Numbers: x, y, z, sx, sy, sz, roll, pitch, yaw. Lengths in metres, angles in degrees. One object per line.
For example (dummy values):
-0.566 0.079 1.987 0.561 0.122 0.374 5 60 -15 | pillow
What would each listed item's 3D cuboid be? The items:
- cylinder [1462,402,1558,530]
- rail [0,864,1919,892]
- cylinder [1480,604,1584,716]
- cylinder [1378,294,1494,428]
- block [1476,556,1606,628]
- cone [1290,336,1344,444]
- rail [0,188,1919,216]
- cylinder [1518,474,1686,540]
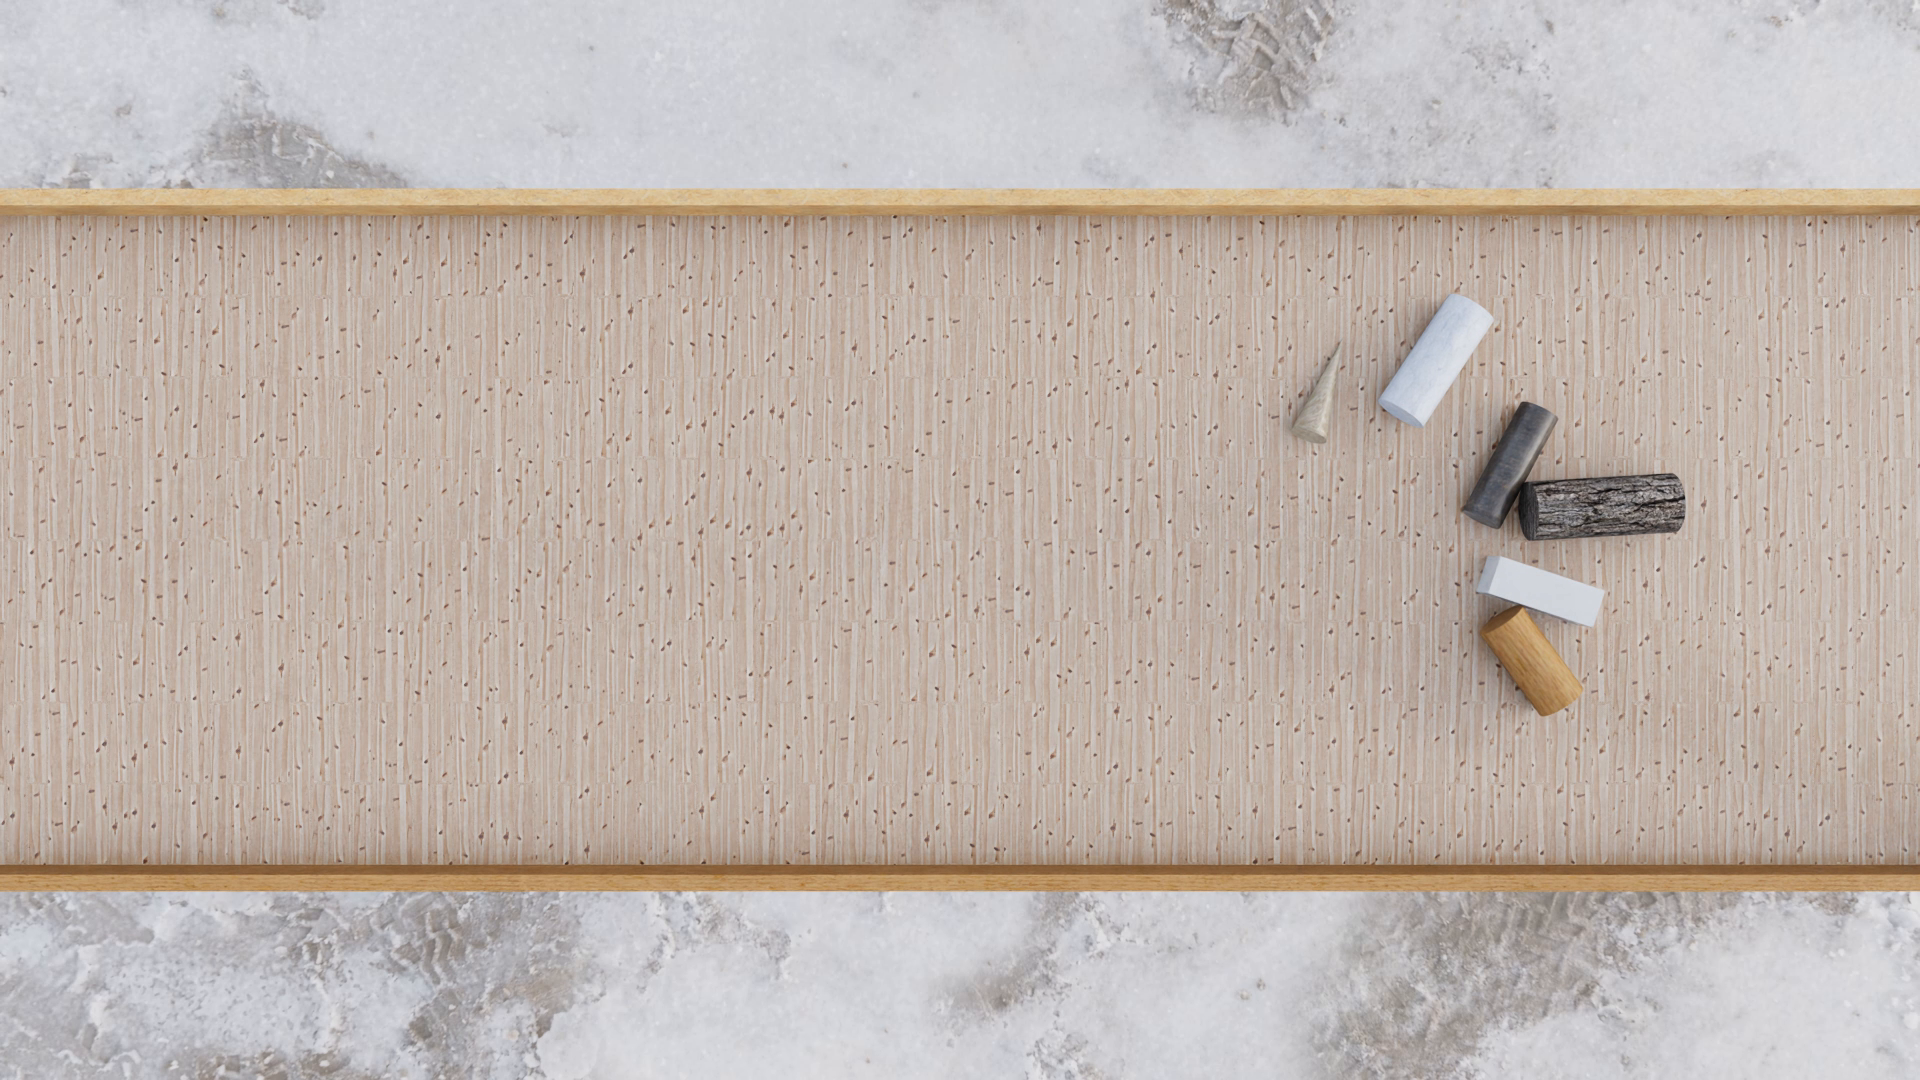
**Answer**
1.673 -0.227 5.016 0.122 0.122 0.376 28 90 0 | cylinder
-2.247 1.025 5.001 12.000 0.150 0.050 0 90 0 | rail
1.731 0.365 5.001 0.152 0.152 0.309 -36 90 0 | cylinder
1.442 -0.542 4.999 0.156 0.156 0.384 34 90 0 | cylinder
1.765 0.156 5.018 0.332 0.117 0.117 18 90 0 | block
1.121 -0.472 5.048 0.113 0.113 0.336 21 80 0 | cone
-2.247 -1.025 5.002 12.000 0.150 0.050 0 90 0 | rail
1.937 -0.100 4.986 0.436 0.180 0.180 -3 90 0 | cylinder
